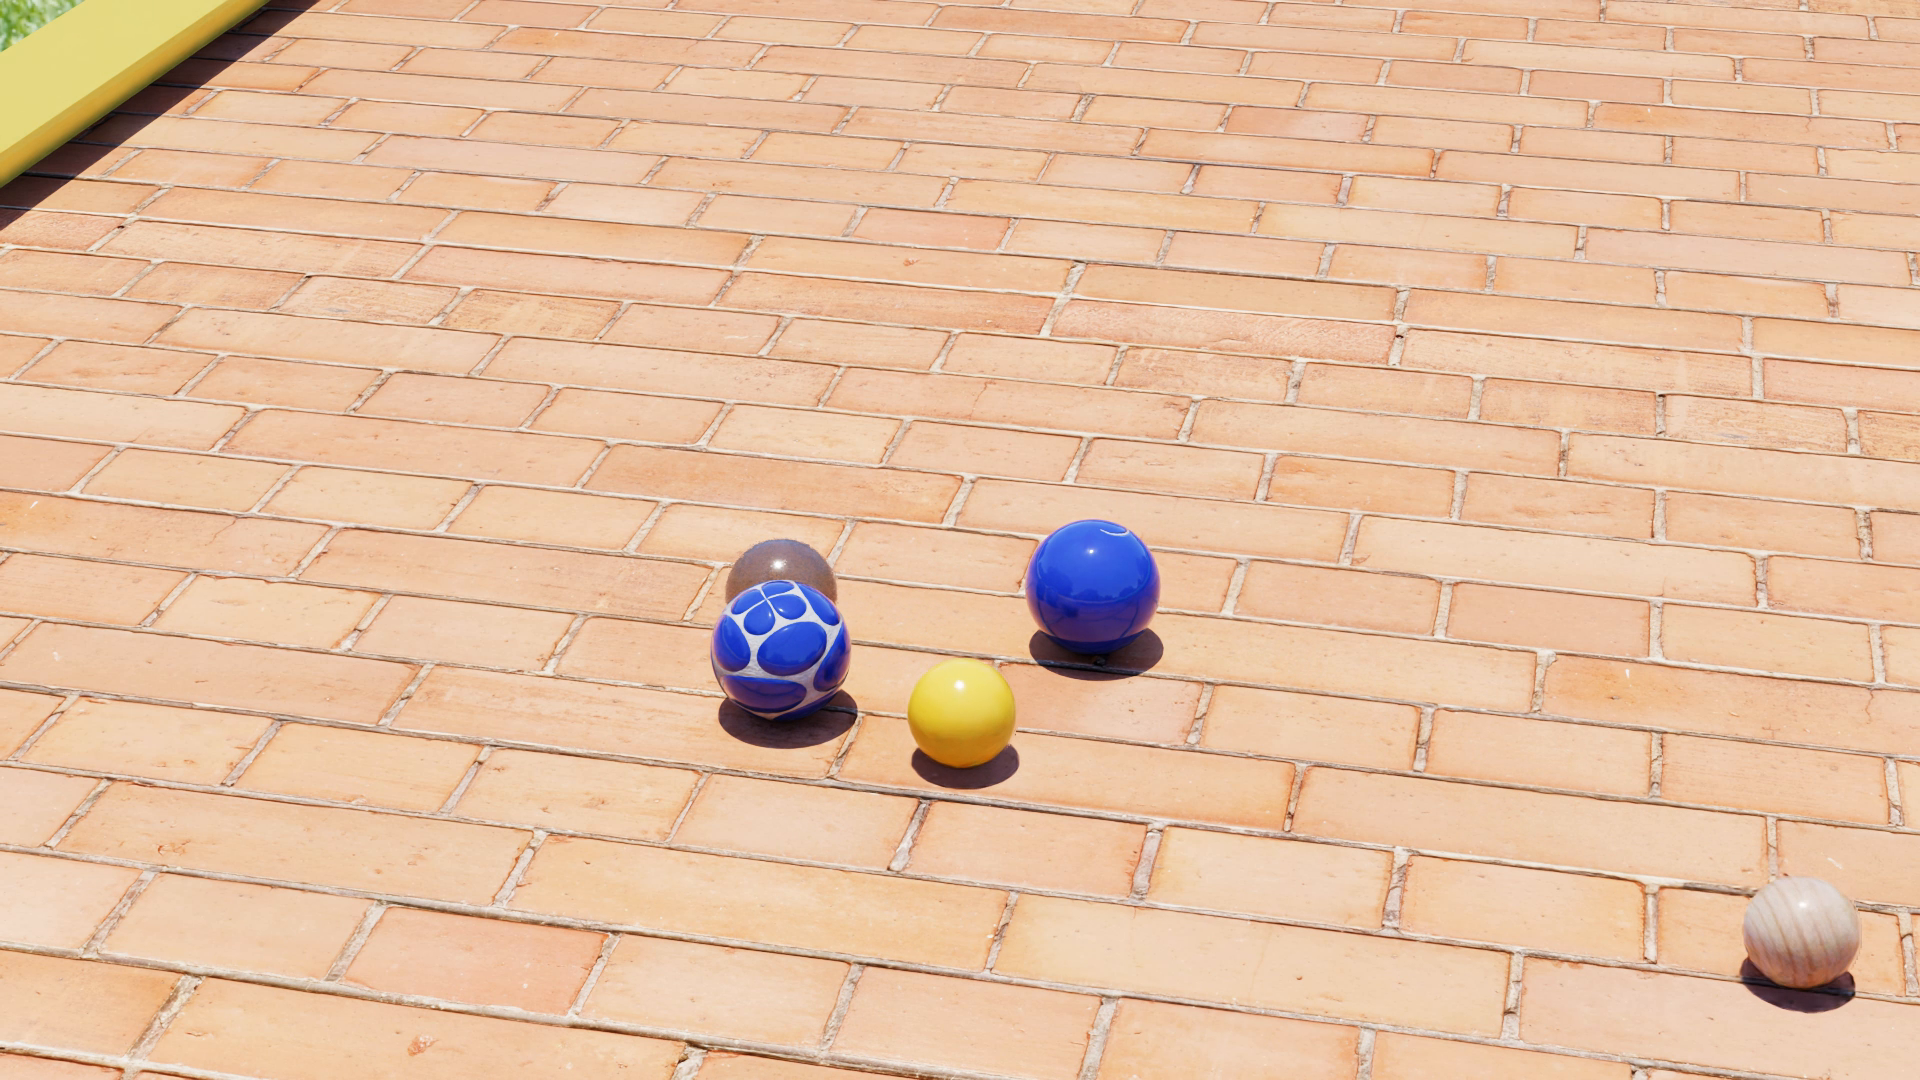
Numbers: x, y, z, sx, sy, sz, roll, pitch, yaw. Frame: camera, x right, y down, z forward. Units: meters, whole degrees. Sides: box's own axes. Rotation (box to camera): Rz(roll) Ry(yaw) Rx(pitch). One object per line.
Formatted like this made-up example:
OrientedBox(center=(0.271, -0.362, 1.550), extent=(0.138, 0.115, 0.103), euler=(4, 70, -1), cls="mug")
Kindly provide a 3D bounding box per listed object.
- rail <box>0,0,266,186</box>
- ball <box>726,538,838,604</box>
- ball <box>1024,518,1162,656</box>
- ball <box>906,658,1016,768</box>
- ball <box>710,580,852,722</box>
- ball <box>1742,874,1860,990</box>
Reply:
OrientedBox(center=(-0.690, -0.473, 2.637), extent=(0.045, 0.103, 3.285), euler=(6, 28, 11), cls="rail")
OrientedBox(center=(-0.104, 0.032, 1.707), extent=(0.065, 0.065, 0.065), euler=(0, 27, 0), cls="ball")
OrientedBox(center=(0.077, 0.027, 1.701), extent=(0.079, 0.079, 0.079), euler=(0, 27, 0), cls="ball")
OrientedBox(center=(0.001, 0.094, 1.594), extent=(0.060, 0.060, 0.060), euler=(0, 27, 0), cls="ball")
OrientedBox(center=(-0.099, 0.061, 1.635), extent=(0.079, 0.079, 0.079), euler=(0, 27, 0), cls="ball")
OrientedBox(center=(0.405, 0.189, 1.416), extent=(0.055, 0.055, 0.055), euler=(0, 27, 0), cls="ball")
